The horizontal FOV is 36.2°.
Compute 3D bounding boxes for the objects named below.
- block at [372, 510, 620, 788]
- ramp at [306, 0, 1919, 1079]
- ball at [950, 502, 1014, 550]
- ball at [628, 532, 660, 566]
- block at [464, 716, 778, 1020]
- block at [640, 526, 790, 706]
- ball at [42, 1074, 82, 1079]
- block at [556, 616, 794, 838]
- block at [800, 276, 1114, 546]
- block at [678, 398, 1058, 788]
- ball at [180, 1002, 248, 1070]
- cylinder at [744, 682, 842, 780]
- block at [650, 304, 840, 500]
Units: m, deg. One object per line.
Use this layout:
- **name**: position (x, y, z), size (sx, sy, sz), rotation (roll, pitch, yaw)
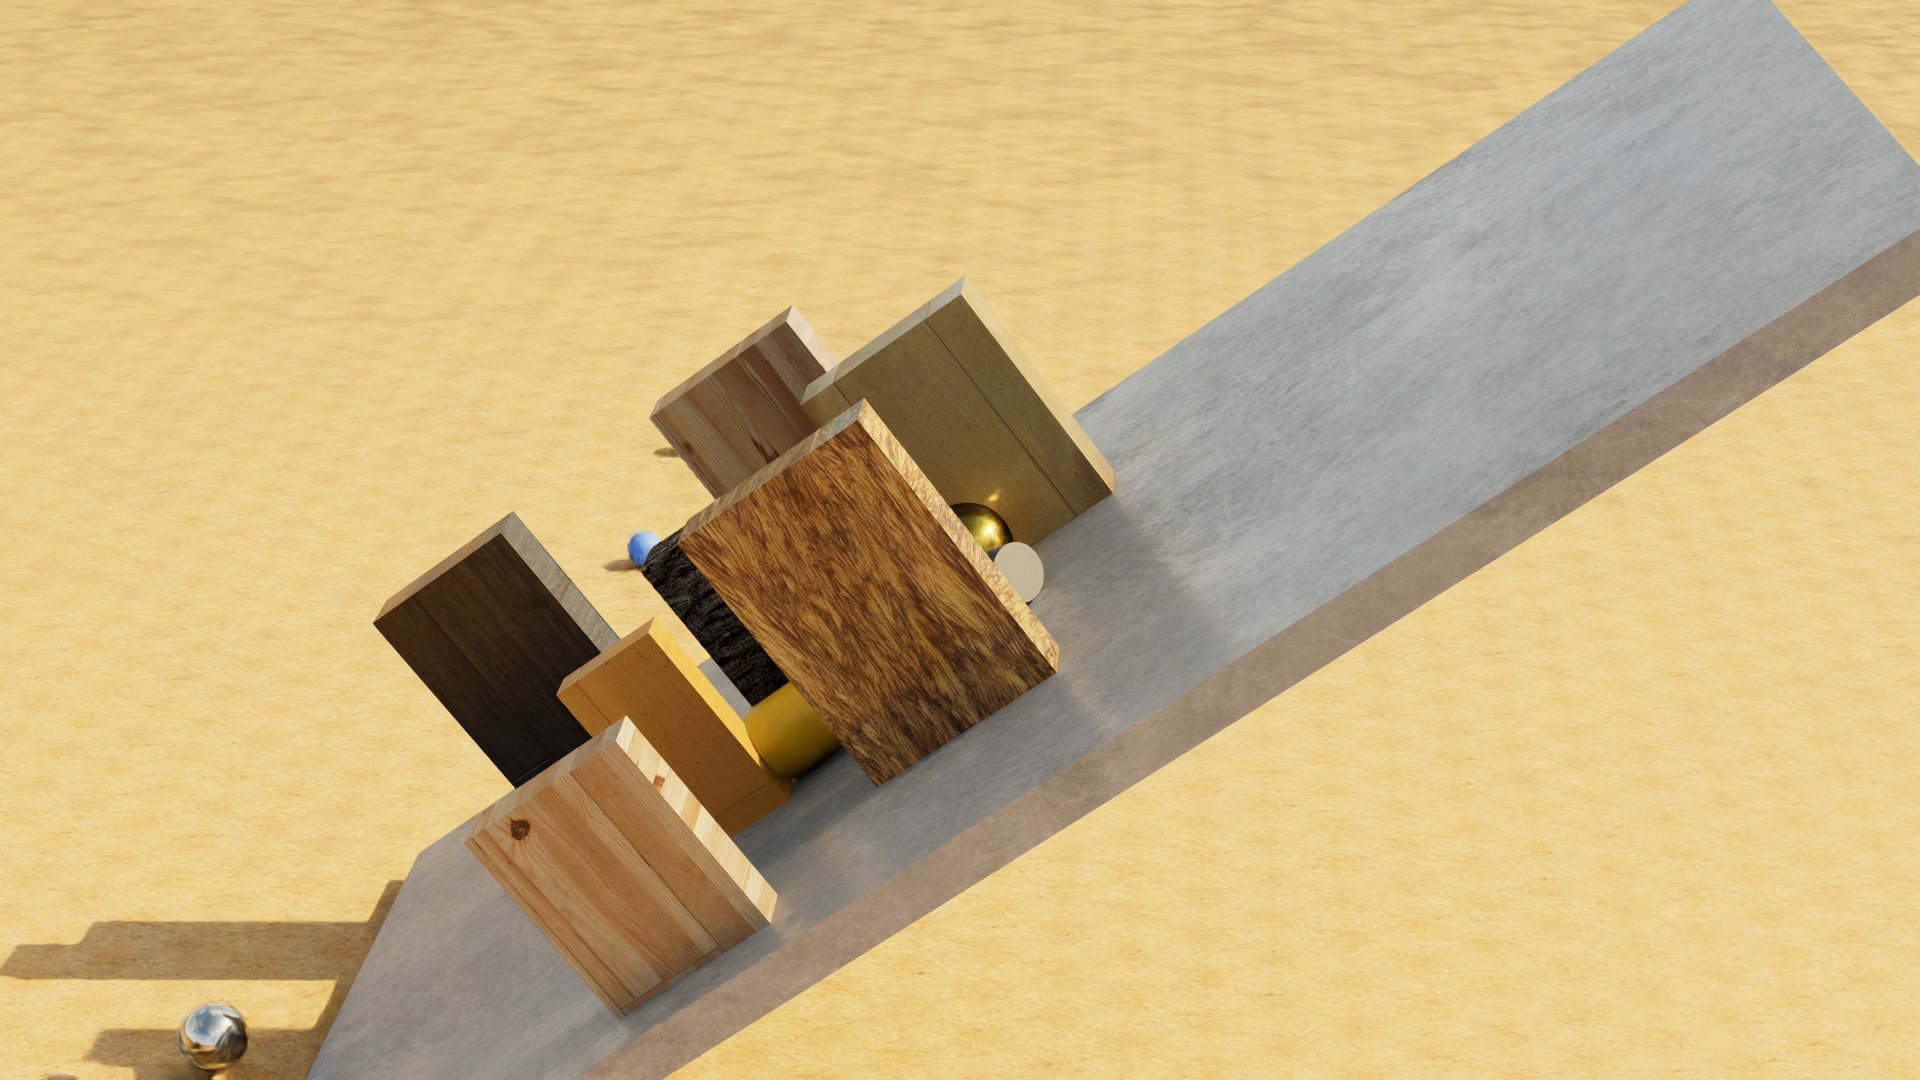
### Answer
- **block**: position (-1.044, 0.314, 7.140), size (0.406, 0.657, 0.143), rotation (-34, 16, 16)
- **ramp**: position (0.131, 0.177, 6.317), size (4.000, 0.100, 2.000), rotation (-34, 16, 16)
- **ball**: position (0.017, 0.020, 6.434), size (0.205, 0.205, 0.205), rotation (0, 22, 0)
- **ball**: position (-1.048, 0.030, 9.789), size (0.117, 0.117, 0.117), rotation (0, 22, 0)
- **block**: position (-0.653, 0.637, 5.688), size (0.380, 0.473, 0.112), rotation (-34, 16, 16)
- **block**: position (-0.394, 0.150, 6.408), size (0.337, 0.518, 0.128), rotation (-34, 16, 16)
- **ball**: position (-2.026, 1.289, 6.617), size (0.173, 0.173, 0.173), rotation (0, 22, 0)
- **block**: position (-0.597, 0.419, 6.185), size (0.248, 0.471, 0.084), rotation (-34, 16, 16)
- **block**: position (-0.003, -0.224, 6.520), size (0.441, 0.560, 0.135), rotation (-34, 16, 16)
- **block**: position (-0.176, 0.110, 5.796), size (0.443, 0.644, 0.125), rotation (-34, 16, 16)
- **ball**: position (-1.760, 1.170, 6.941), size (0.159, 0.159, 0.159), rotation (0, 22, 0)
- **cylinder**: position (-0.336, 0.389, 6.242), size (0.175, 0.175, 0.175), rotation (-35, 19, 12)
- **block**: position (-0.378, -0.183, 7.093), size (0.418, 0.641, 0.131), rotation (-34, 16, 16)
